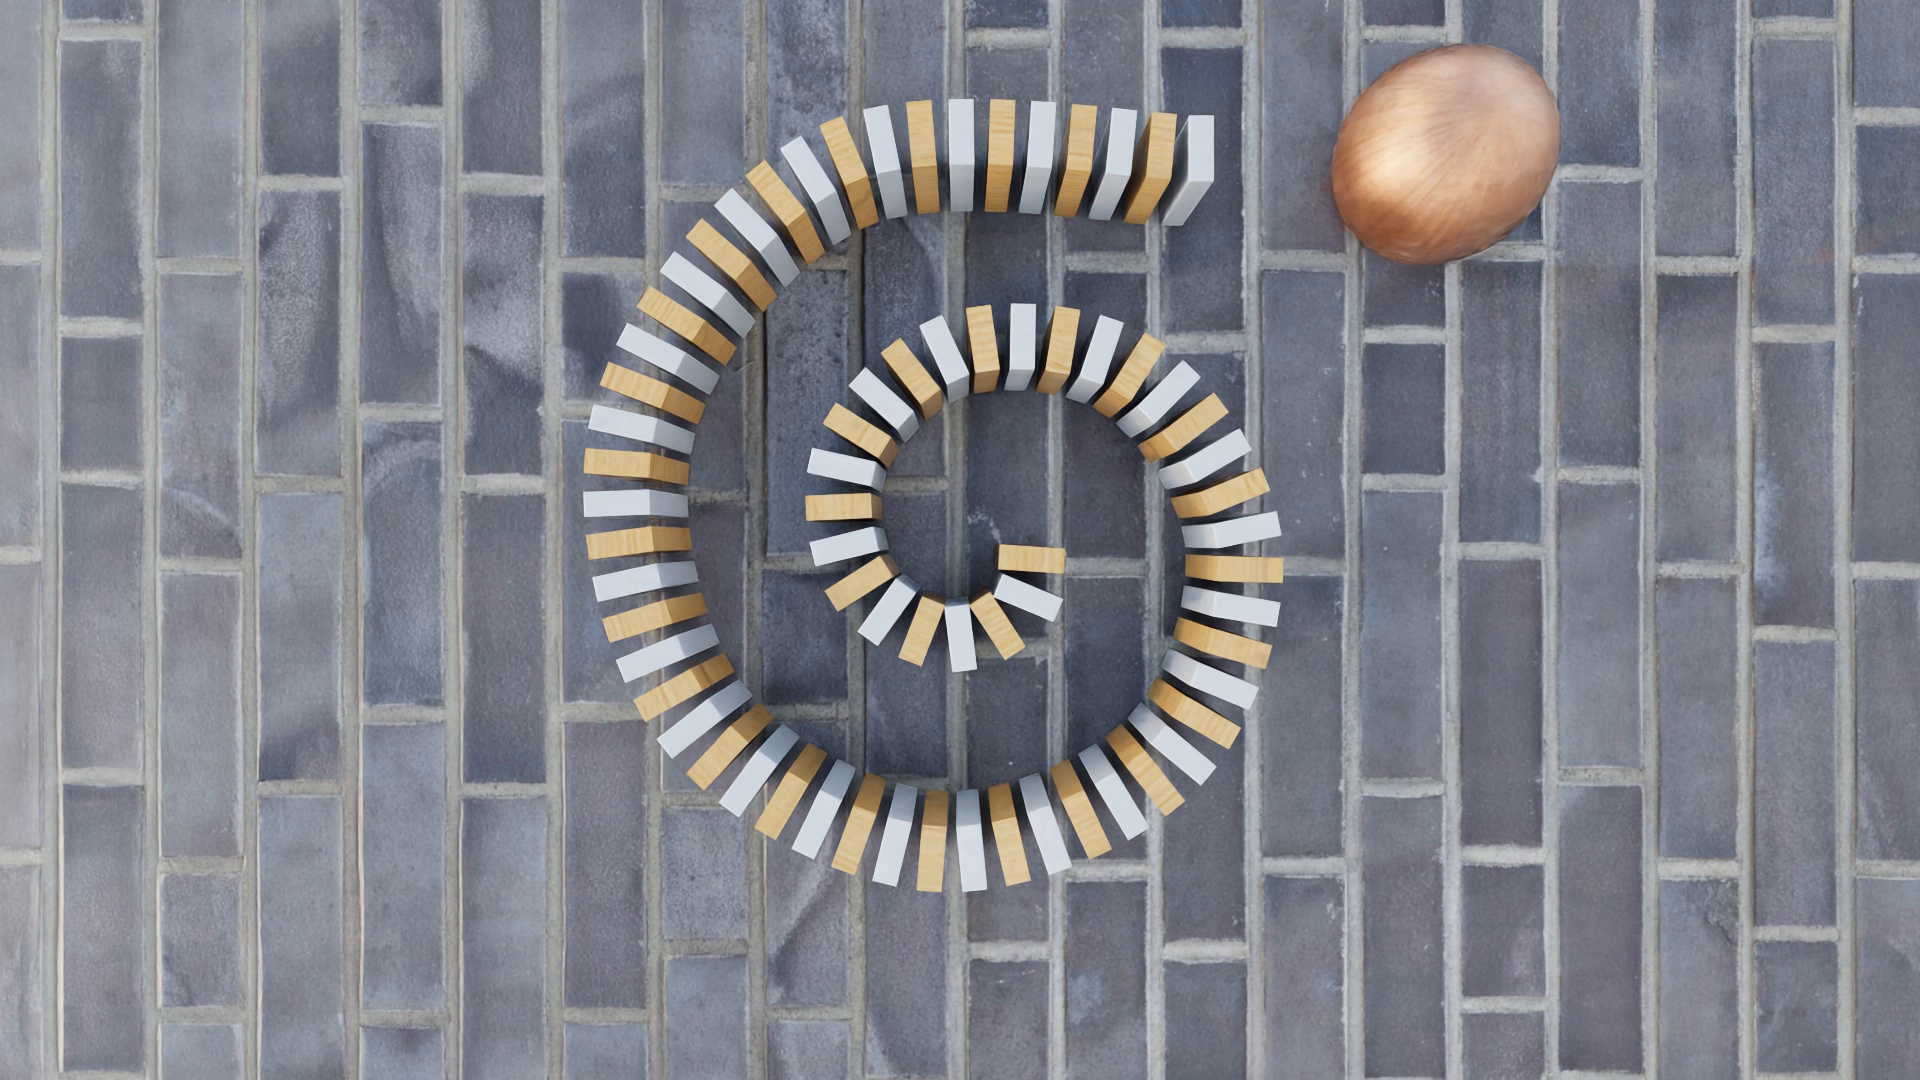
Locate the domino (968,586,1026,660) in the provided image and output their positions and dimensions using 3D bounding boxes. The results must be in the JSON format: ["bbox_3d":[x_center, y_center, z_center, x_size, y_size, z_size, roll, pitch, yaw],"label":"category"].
[{"bbox_3d":[0.014,0.033,0.375,0.009,0.050,0.025,-33,90,0],"label":"domino"}]

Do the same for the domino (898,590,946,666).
[{"bbox_3d":[-0.015,0.035,0.375,0.009,0.050,0.025,21,90,0],"label":"domino"}]

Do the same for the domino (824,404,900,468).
[{"bbox_3d":[-0.039,-0.042,0.375,0.025,0.050,0.010,32,90,0],"label":"domino"}]

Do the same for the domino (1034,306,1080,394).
[{"bbox_3d":[0.039,-0.076,0.375,0.010,0.050,0.025,9,90,0],"label":"domino"}]

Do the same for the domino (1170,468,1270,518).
[{"bbox_3d":[0.105,-0.019,0.375,0.025,0.050,0.010,-22,90,0],"label":"domino"}]

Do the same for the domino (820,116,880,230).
[{"bbox_3d":[-0.045,-0.149,0.375,0.010,0.050,0.025,-23,90,0],"label":"domino"}]

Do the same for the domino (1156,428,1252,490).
[{"bbox_3d":[0.098,-0.032,0.375,0.025,0.050,0.010,-30,90,0],"label":"domino"}]

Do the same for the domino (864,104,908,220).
[{"bbox_3d":[-0.030,-0.153,0.375,0.009,0.050,0.025,-11,90,0],"label":"domino"}]

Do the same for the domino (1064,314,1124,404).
[{"bbox_3d":[0.054,-0.073,0.375,0.010,0.050,0.025,19,90,0],"label":"domino"}]

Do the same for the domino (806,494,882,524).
[{"bbox_3d":[-0.046,-0.013,0.375,0.025,0.050,0.009,-3,90,0],"label":"domino"}]

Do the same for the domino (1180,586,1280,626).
[{"bbox_3d":[0.109,0.027,0.375,0.025,0.050,0.010,10,90,0],"label":"domino"}]

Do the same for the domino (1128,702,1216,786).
[{"bbox_3d":[0.086,0.082,0.375,0.025,0.050,0.009,40,90,0],"label":"domino"}]

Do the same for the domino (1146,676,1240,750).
[{"bbox_3d":[0.094,0.070,0.375,0.025,0.050,0.009,30,90,0],"label":"domino"}]

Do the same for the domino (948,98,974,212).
[{"bbox_3d":[0.001,-0.156,0.375,0.010,0.050,0.025,-1,90,0],"label":"domino"}]

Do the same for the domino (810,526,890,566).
[{"bbox_3d":[-0.044,0.002,0.375,0.025,0.050,0.010,-14,90,0],"label":"domino"}]

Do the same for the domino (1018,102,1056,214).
[{"bbox_3d":[0.031,-0.155,0.375,0.010,0.050,0.025,4,90,0],"label":"domino"}]

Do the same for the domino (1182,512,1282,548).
[{"bbox_3d":[0.110,-0.004,0.375,0.025,0.050,0.009,-11,90,0],"label":"domino"}]

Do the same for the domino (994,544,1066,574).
[{"bbox_3d":[0.027,0.007,0.375,0.025,0.050,0.009,4,90,0],"label":"domino"}]

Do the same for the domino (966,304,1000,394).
[{"bbox_3d":[0.009,-0.077,0.375,0.009,0.050,0.025,-8,90,0],"label":"domino"}]

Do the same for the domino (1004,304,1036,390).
[{"bbox_3d":[0.024,-0.078,0.375,0.009,0.050,0.025,1,90,0],"label":"domino"}]

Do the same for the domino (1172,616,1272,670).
[{"bbox_3d":[0.106,0.041,0.375,0.025,0.050,0.009,16,90,0],"label":"domino"}]

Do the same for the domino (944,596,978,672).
[{"bbox_3d":[0.000,0.038,0.375,0.009,0.050,0.025,-7,90,0],"label":"domino"}]

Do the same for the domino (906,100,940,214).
[{"bbox_3d":[-0.015,-0.155,0.375,0.010,0.050,0.025,-5,90,0],"label":"domino"}]

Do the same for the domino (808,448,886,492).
[{"bbox_3d":[-0.045,-0.028,0.375,0.025,0.050,0.010,12,90,0],"label":"domino"}]

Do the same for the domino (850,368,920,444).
[{"bbox_3d":[-0.030,-0.054,0.375,0.025,0.050,0.010,42,90,0],"label":"domino"}]

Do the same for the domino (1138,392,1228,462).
[{"bbox_3d":[0.090,-0.045,0.375,0.025,0.050,0.010,-37,90,0],"label":"domino"}]

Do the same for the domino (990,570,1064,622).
[{"bbox_3d":[0.026,0.022,0.375,0.025,0.050,0.010,23,90,0],"label":"domino"}]

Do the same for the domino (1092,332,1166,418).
[{"bbox_3d":[0.068,-0.066,0.375,0.009,0.050,0.025,32,90,0],"label":"domino"}]

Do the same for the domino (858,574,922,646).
[{"bbox_3d":[-0.028,0.028,0.375,0.010,0.050,0.025,36,90,0],"label":"domino"}]

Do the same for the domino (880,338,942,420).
[{"bbox_3d":[-0.019,-0.065,0.375,0.009,0.050,0.025,-38,90,0],"label":"domino"}]

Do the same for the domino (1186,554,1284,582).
[{"bbox_3d":[0.111,0.011,0.375,0.025,0.050,0.009,2,90,0],"label":"domino"}]

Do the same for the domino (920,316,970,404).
[{"bbox_3d":[-0.006,-0.073,0.375,0.009,0.050,0.025,-25,90,0],"label":"domino"}]

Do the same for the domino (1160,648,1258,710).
[{"bbox_3d":[0.101,0.056,0.375,0.025,0.050,0.009,22,90,0],"label":"domino"}]

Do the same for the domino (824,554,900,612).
[{"bbox_3d":[-0.039,0.017,0.375,0.025,0.050,0.009,-32,90,0],"label":"domino"}]

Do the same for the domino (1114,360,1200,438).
[{"bbox_3d":[0.080,-0.057,0.375,0.009,0.050,0.025,45,90,0],"label":"domino"}]

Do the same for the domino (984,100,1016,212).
[{"bbox_3d":[0.016,-0.156,0.375,0.010,0.050,0.025,2,90,0],"label":"domino"}]
